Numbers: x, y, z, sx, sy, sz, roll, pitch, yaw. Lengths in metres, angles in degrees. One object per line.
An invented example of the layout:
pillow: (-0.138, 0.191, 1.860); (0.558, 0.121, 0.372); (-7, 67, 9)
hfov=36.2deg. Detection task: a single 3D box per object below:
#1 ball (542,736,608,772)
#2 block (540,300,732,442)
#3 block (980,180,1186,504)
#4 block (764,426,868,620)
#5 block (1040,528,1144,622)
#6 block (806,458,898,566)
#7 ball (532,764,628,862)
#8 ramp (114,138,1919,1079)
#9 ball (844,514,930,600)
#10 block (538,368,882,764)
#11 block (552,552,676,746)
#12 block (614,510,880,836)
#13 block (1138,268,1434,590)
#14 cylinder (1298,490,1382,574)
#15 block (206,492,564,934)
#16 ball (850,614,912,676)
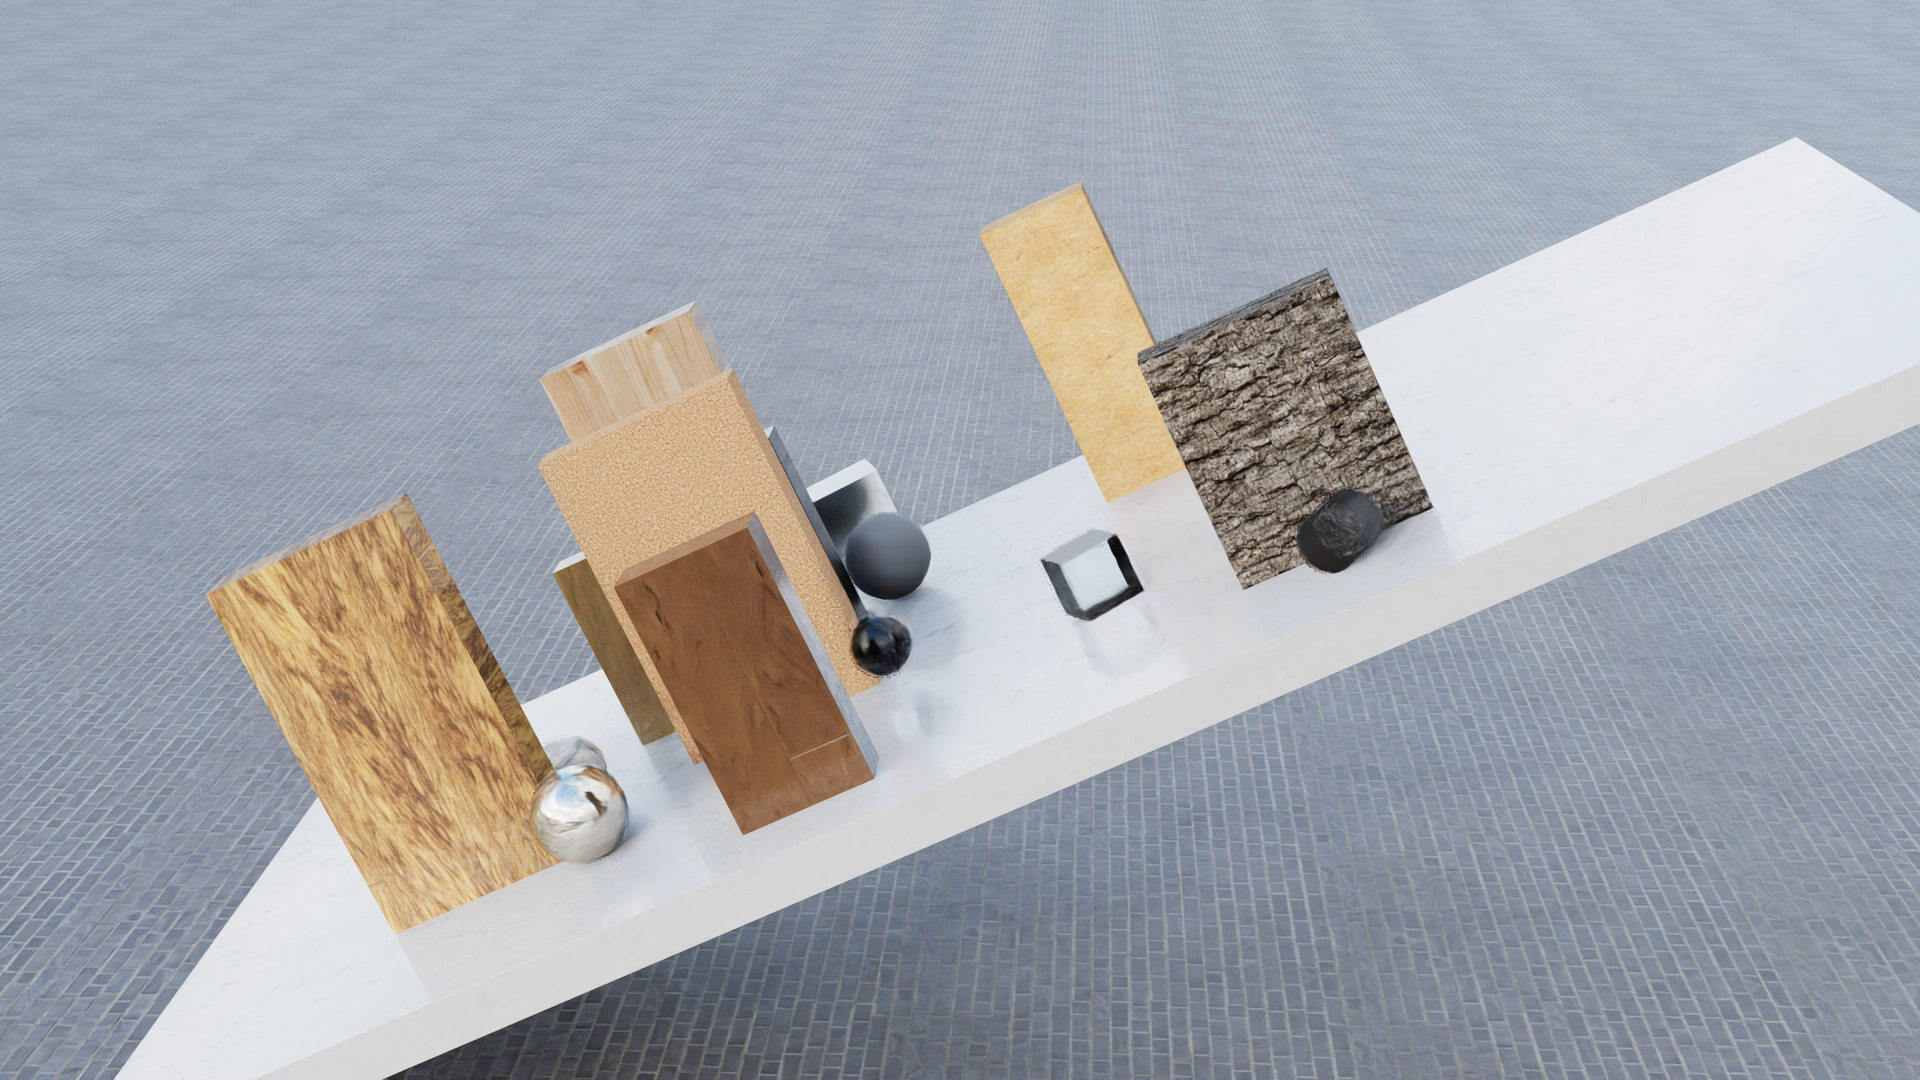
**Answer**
ball: (-0.831, 0.496, 6.267); (0.161, 0.161, 0.161); (0, 16, 0)
block: (-0.663, -0.154, 7.167); (0.404, 0.748, 0.132); (-24, 13, 9)
block: (0.303, -0.444, 6.622); (0.247, 0.675, 0.115); (-24, 13, 9)
block: (-0.512, 0.059, 6.629); (0.436, 0.488, 0.115); (-24, 13, 9)
block: (0.265, 0.070, 5.913); (0.130, 0.130, 0.130); (-29, 14, -14)
block: (-0.265, -0.053, 7.235); (0.200, 0.200, 0.200); (-27, 13, -5)
ball: (-0.758, 0.545, 5.870); (0.193, 0.193, 0.193); (0, 16, 0)
ramp: (0.136, 0.169, 6.282); (4.000, 0.100, 2.000); (-24, 13, 9)
ball: (-0.165, 0.038, 6.701); (0.196, 0.196, 0.196); (0, 16, 0)
block: (-0.514, 0.060, 6.128); (0.435, 0.715, 0.103); (-24, 13, 9)
block: (-0.671, 0.197, 6.505); (0.276, 0.439, 0.095); (-24, 13, 9)
block: (-0.399, 0.253, 5.554); (0.278, 0.540, 0.119); (-24, 13, 9)
block: (0.613, -0.208, 5.548); (0.390, 0.483, 0.101); (-24, 13, 9)
cylinder: (0.705, -0.016, 5.448); (0.115, 0.115, 0.115); (11, 34, 35)
block: (-1.136, 0.357, 5.972); (0.423, 0.800, 0.132); (-24, 13, 9)
ball: (-0.162, 0.214, 6.043); (0.128, 0.128, 0.128); (0, 16, 0)
